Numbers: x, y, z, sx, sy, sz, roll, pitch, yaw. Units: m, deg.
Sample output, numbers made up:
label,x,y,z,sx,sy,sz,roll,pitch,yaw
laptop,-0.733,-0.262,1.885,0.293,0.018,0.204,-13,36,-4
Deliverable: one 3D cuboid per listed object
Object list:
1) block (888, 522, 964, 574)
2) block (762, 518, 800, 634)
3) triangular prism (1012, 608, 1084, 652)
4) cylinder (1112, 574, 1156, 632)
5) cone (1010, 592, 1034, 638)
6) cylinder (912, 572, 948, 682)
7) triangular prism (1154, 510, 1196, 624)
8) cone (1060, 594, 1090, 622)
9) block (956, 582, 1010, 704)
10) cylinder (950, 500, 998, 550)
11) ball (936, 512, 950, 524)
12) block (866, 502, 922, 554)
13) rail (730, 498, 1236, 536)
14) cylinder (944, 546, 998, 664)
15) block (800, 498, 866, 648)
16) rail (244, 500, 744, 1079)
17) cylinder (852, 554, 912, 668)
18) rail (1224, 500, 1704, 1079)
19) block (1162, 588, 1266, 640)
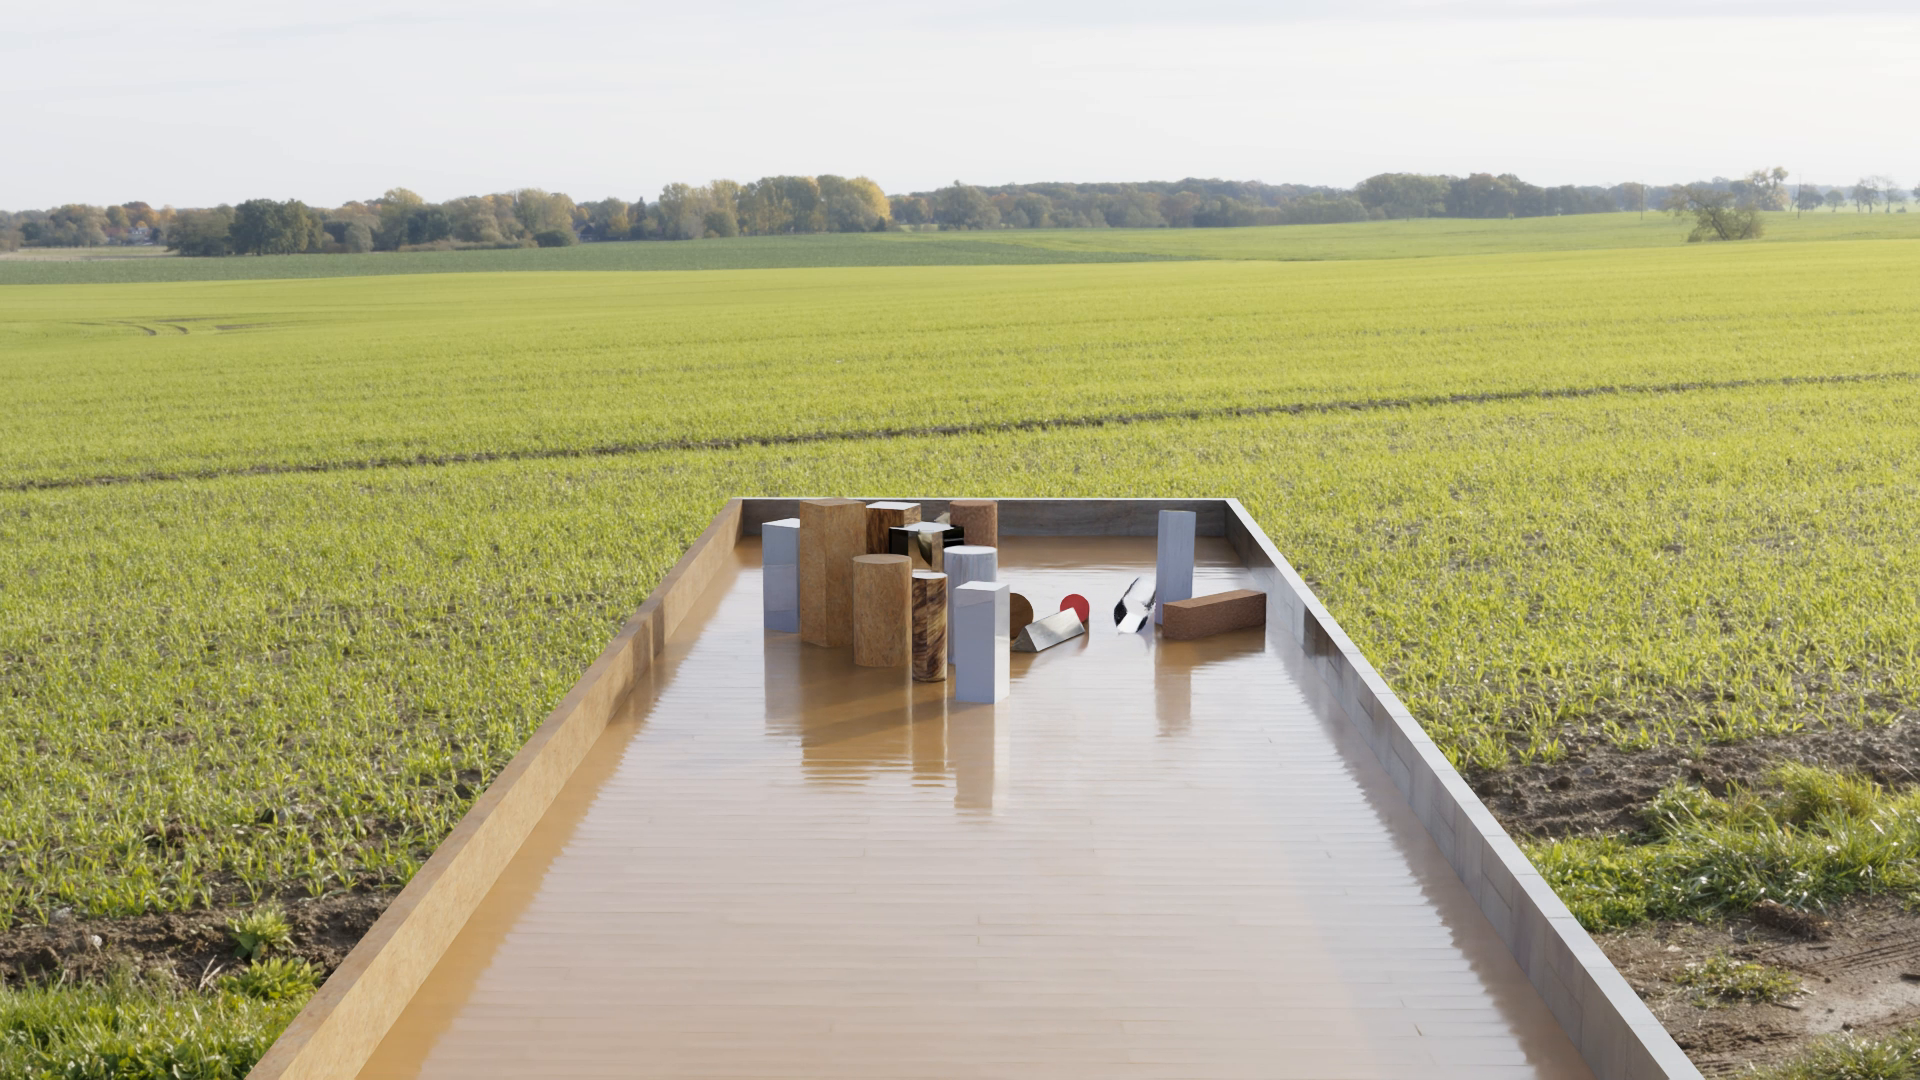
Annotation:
label,x,y,z,sx,sy,sz,roll,pitch,yaw
block,-0.105,0.142,6.932,0.168,0.370,0.168,7,11,36
block,-0.541,0.115,7.179,0.145,0.346,0.145,7,11,36
triangular prism,0.282,0.281,6.976,0.090,0.078,0.354,5,10,27
cylinder,0.595,0.210,7.322,0.113,0.113,0.451,2,9,11
cone,0.167,0.240,7.266,0.144,0.144,0.452,0,0,1
cylinder,-0.089,0.255,6.419,0.104,0.307,0.104,0,9,0
triangular prism,0.687,0.089,7.245,0.123,0.371,0.107,1,2,-39
cone,0.414,0.223,7.443,0.100,0.100,0.381,2,2,11
block,0.064,0.286,6.178,0.118,0.320,0.118,4,10,21
cylinder,0.045,0.080,7.200,0.155,0.408,0.155,0,9,0
ball,-0.007,-0.002,8.319,0.221,0.221,0.221,0,9,0
block,-0.222,0.085,7.195,0.145,0.400,0.145,3,10,21
rail,0.099,-0.098,9.147,2.100,0.150,0.050,0,9,1
cylinder,0.032,0.197,6.676,0.163,0.341,0.163,0,9,0
block,-0.401,0.100,6.955,0.152,0.446,0.152,-6,11,-35
rail,-1.004,0.839,3.234,0.050,0.150,12.000,0,9,1
cylinder,-0.236,0.212,6.665,0.180,0.315,0.180,0,9,0
rail,1.046,0.843,3.208,0.050,0.150,12.000,0,9,1
block,0.830,0.241,7.156,0.396,0.104,0.104,-8,12,-43
